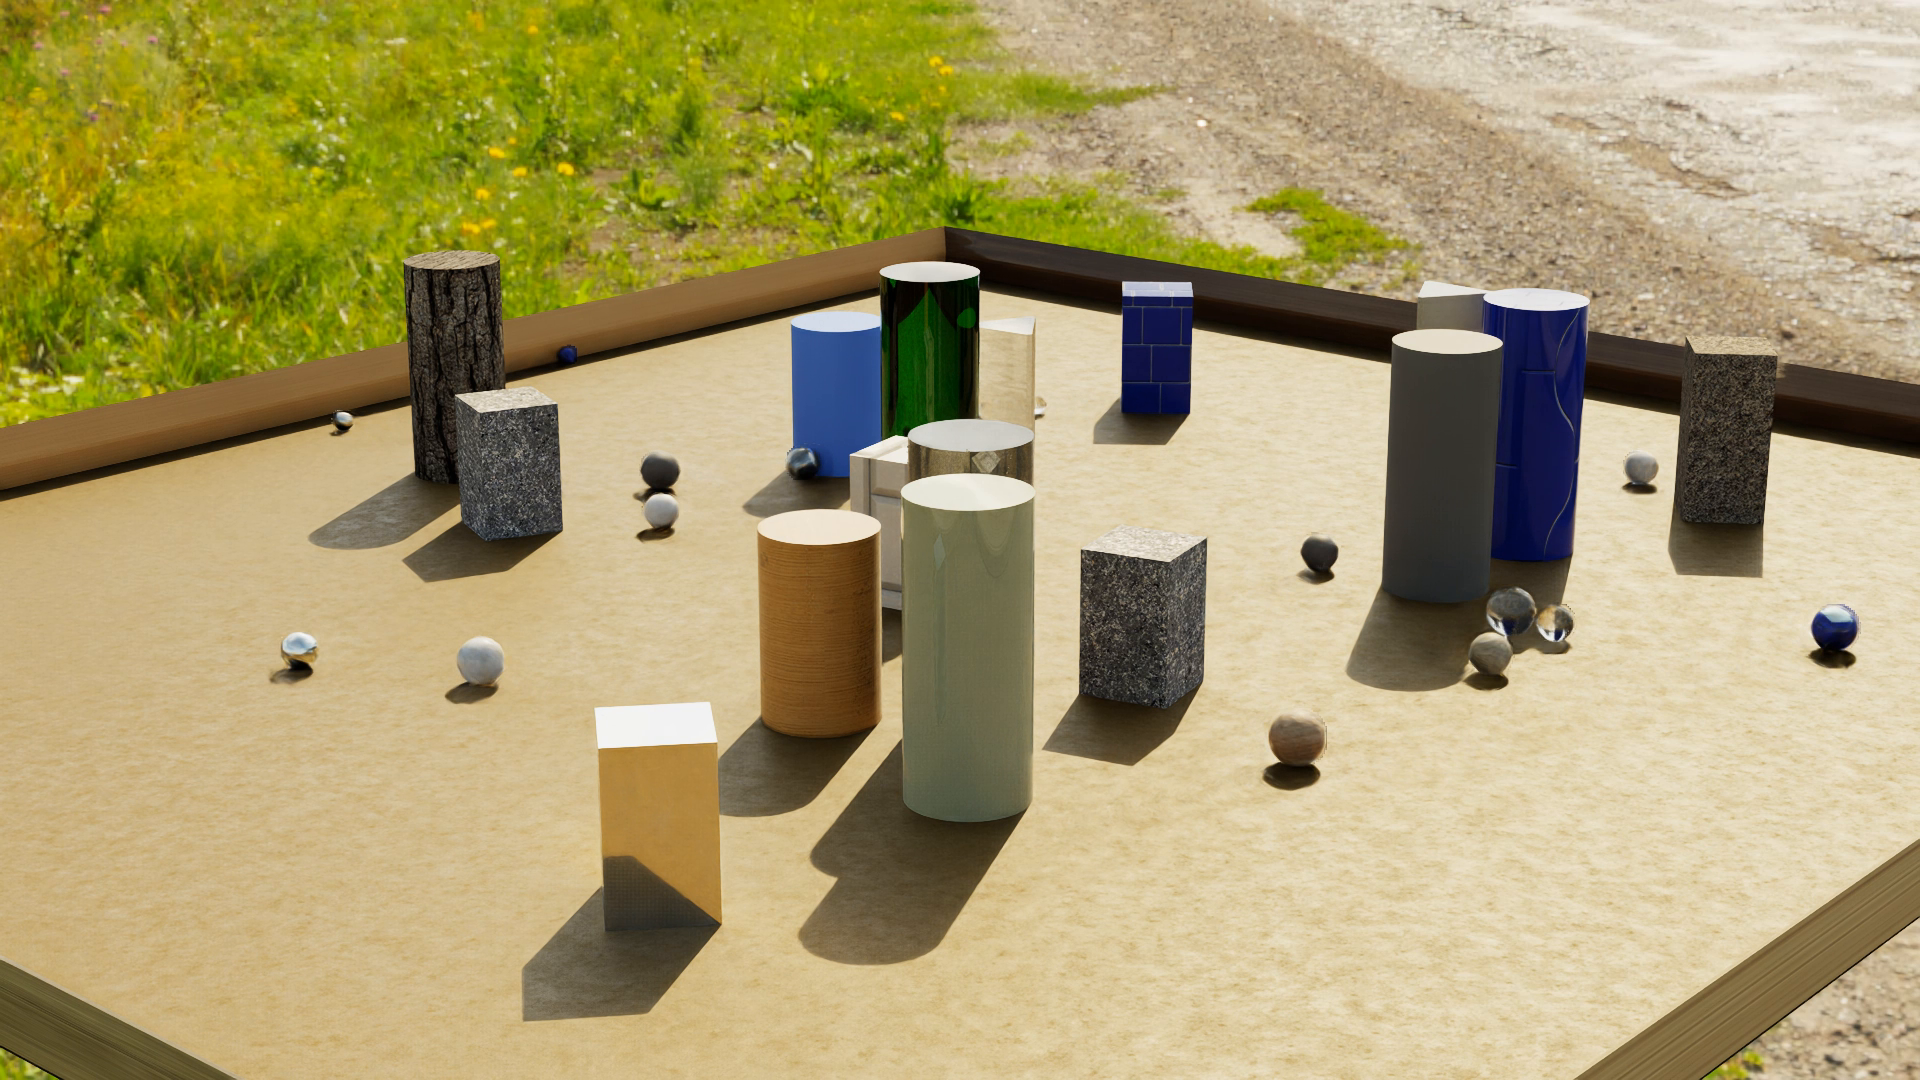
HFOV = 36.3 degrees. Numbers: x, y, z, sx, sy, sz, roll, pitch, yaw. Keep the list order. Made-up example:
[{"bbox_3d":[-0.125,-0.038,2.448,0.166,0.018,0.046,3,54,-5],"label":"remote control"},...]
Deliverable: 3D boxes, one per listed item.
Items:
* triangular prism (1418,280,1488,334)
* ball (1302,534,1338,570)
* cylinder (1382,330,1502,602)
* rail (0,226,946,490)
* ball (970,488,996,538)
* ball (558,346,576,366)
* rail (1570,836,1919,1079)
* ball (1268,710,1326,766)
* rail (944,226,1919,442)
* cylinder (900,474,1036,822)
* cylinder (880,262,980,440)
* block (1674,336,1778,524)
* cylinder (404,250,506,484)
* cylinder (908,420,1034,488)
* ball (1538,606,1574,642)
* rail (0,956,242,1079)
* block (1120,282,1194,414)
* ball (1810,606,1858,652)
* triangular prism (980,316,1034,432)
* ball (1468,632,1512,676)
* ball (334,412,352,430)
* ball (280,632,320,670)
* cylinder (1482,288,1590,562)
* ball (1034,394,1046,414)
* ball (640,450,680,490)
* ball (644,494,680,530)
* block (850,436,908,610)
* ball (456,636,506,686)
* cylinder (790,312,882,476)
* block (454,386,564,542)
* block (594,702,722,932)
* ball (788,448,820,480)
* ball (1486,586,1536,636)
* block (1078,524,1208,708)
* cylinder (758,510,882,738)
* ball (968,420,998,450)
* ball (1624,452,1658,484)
[{"bbox_3d":[0.974,-0.344,5.973,0.163,0.347,0.141,-5,18,-16],"label":"triangular prism"},{"bbox_3d":[0.644,0.022,5.248,0.067,0.067,0.067,0,17,0],"label":"ball"},{"bbox_3d":[0.837,-0.130,5.103,0.188,0.442,0.188,0,17,0],"label":"cylinder"},{"bbox_3d":[-1.380,-0.316,6.268,0.045,0.122,4.137,14,22,39],"label":"rail"},{"bbox_3d":[0.021,-0.050,5.439,0.094,0.094,0.094,0,17,0],"label":"ball"},{"bbox_3d":[-0.909,-0.425,6.769,0.042,0.042,0.042,0,17,0],"label":"ball"},{"bbox_3d":[1.380,0.377,3.974,0.045,0.122,4.137,14,22,39],"label":"rail"},{"bbox_3d":[0.497,0.292,4.325,0.084,0.084,0.084,0,17,0],"label":"ball"},{"bbox_3d":[1.341,-0.416,6.599,3.702,0.122,0.045,14,22,39],"label":"rail"},{"bbox_3d":[0.012,0.151,4.147,0.188,0.456,0.188,0,17,0],"label":"cylinder"},{"bbox_3d":[-0.056,-0.279,5.555,0.188,0.466,0.188,0,17,0],"label":"cylinder"},{"bbox_3d":[1.452,-0.210,5.568,0.150,0.326,0.150,2,17,7],"label":"block"},{"bbox_3d":[-1.000,-0.345,5.831,0.188,0.432,0.188,0,17,0],"label":"cylinder"},{"bbox_3d":[0.016,0.068,4.403,0.188,0.467,0.188,0,17,0],"label":"cylinder"},{"bbox_3d":[0.990,0.139,4.873,0.060,0.060,0.060,0,17,0],"label":"ball"},{"bbox_3d":[-1.341,0.477,3.643,3.702,0.122,0.045,14,22,39],"label":"rail"},{"bbox_3d":[0.427,-0.419,6.378,0.150,0.257,0.150,1,17,3],"label":"block"},{"bbox_3d":[1.438,0.146,4.824,0.075,0.075,0.075,0,17,0],"label":"ball"},{"bbox_3d":[0.110,-0.297,5.917,0.163,0.289,0.141,11,20,33],"label":"triangular prism"},{"bbox_3d":[0.852,0.183,4.713,0.069,0.069,0.069,0,17,0],"label":"ball"},{"bbox_3d":[-1.304,-0.252,6.199,0.040,0.040,0.040,0,17,0],"label":"ball"},{"bbox_3d":[-1.067,0.179,4.735,0.063,0.063,0.063,0,17,0],"label":"ball"},{"bbox_3d":[1.034,-0.210,5.327,0.188,0.464,0.188,0,17,0],"label":"cylinder"},{"bbox_3d":[0.165,-0.292,6.330,0.042,0.042,0.042,0,17,0],"label":"ball"},{"bbox_3d":[-0.588,-0.137,5.757,0.077,0.077,0.077,0,17,0],"label":"ball"},{"bbox_3d":[-0.559,-0.054,5.496,0.068,0.068,0.068,0,17,0],"label":"ball"},{"bbox_3d":[-0.086,-0.028,5.074,0.150,0.262,0.150,10,19,29],"label":"block"},{"bbox_3d":[-0.762,0.192,4.665,0.078,0.078,0.078,0,17,0],"label":"ball"},{"bbox_3d":[-0.244,-0.295,5.899,0.188,0.296,0.188,0,17,0],"label":"cylinder"},{"bbox_3d":[-0.844,-0.144,5.489,0.150,0.246,0.150,-8,19,-26],"label":"block"},{"bbox_3d":[-0.393,0.359,3.815,0.150,0.252,0.150,-2,17,-8],"label":"block"},{"bbox_3d":[-0.311,-0.152,5.825,0.065,0.065,0.065,0,17,0],"label":"ball"},{"bbox_3d":[0.921,0.119,4.900,0.083,0.083,0.083,0,17,0],"label":"ball"},{"bbox_3d":[0.289,0.119,4.628,0.150,0.240,0.150,9,19,26],"label":"block"},{"bbox_3d":[-0.214,0.126,4.489,0.188,0.306,0.188,0,17,0],"label":"cylinder"},{"bbox_3d":[0.046,-0.216,6.045,0.061,0.061,0.061,0,17,0],"label":"ball"},{"bbox_3d":[1.347,-0.143,5.794,0.066,0.066,0.066,0,17,0],"label":"ball"}]
